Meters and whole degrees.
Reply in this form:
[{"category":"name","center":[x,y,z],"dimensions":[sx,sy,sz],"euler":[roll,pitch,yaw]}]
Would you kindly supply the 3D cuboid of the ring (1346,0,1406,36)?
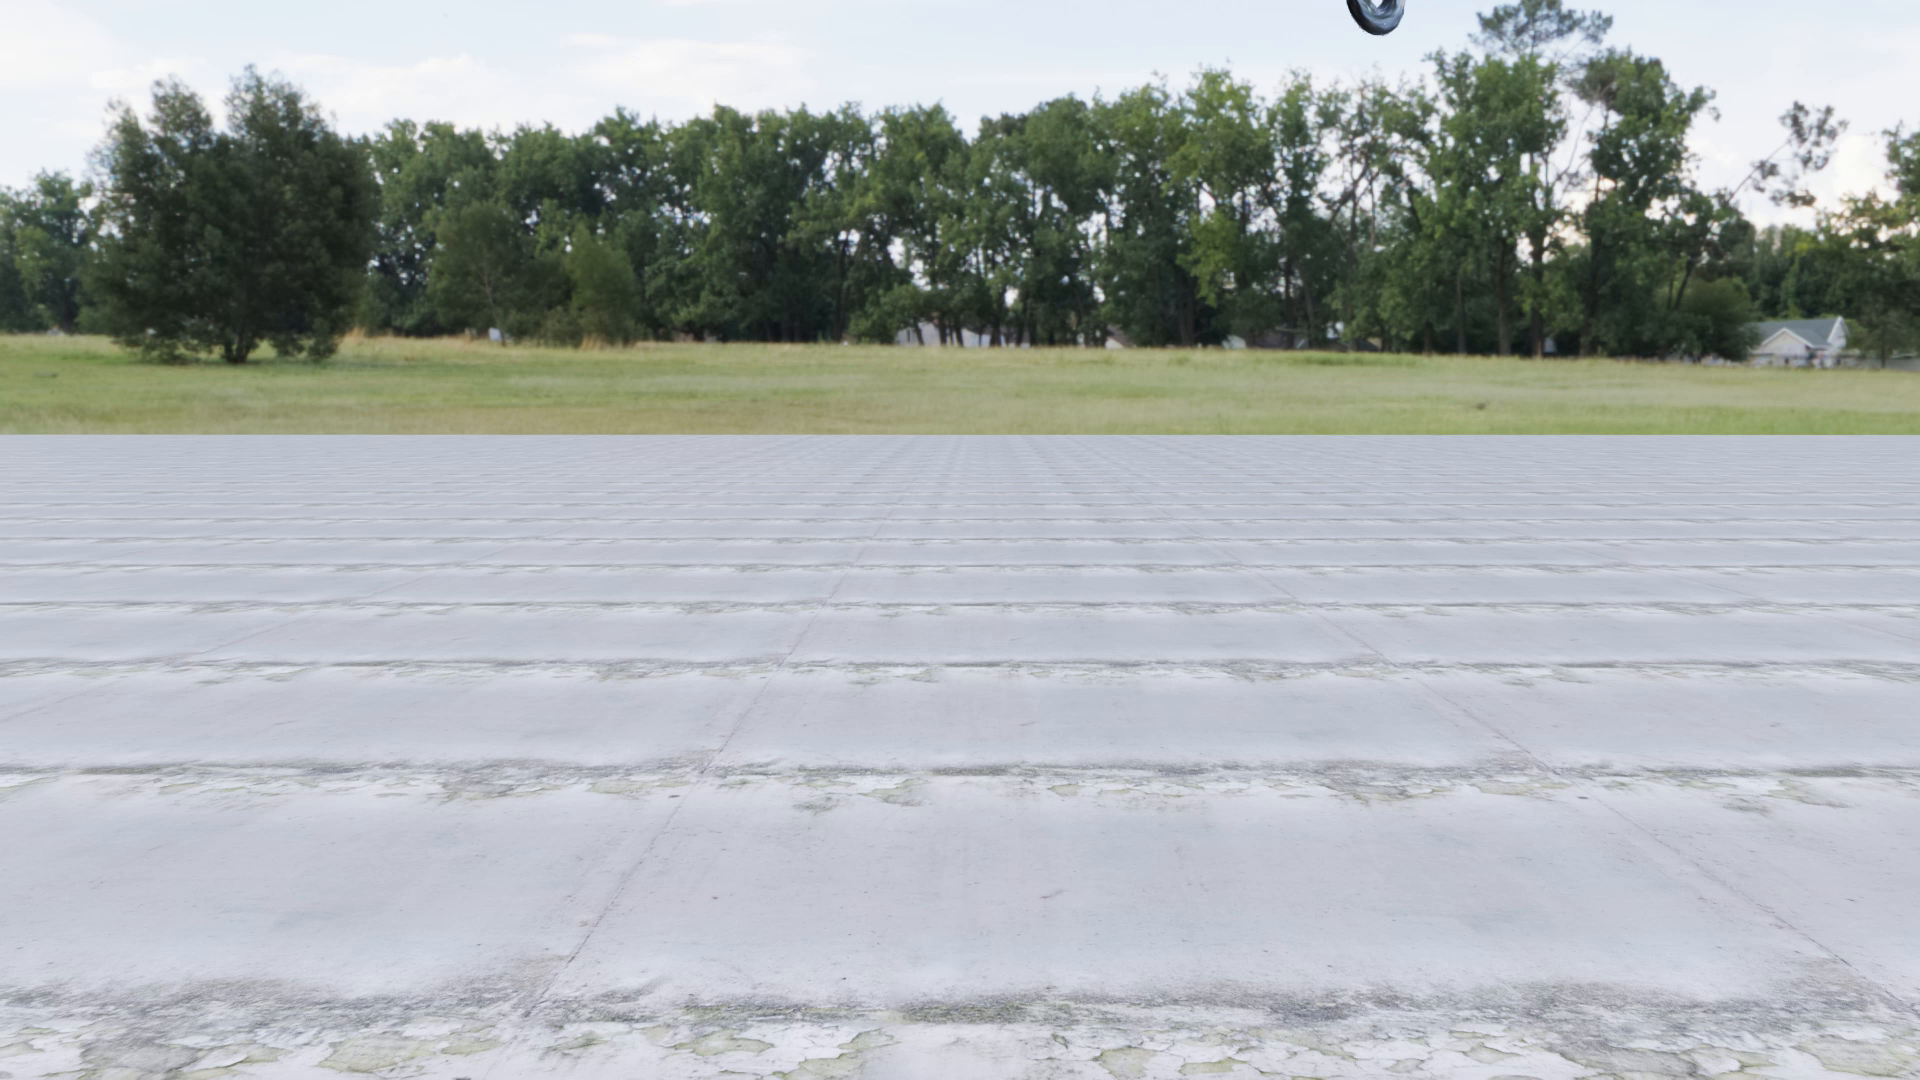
[{"category":"ring","center":[1.531,-2.017,8.097],"dimensions":[0.066,0.314,0.389],"euler":[3,4,42]}]
